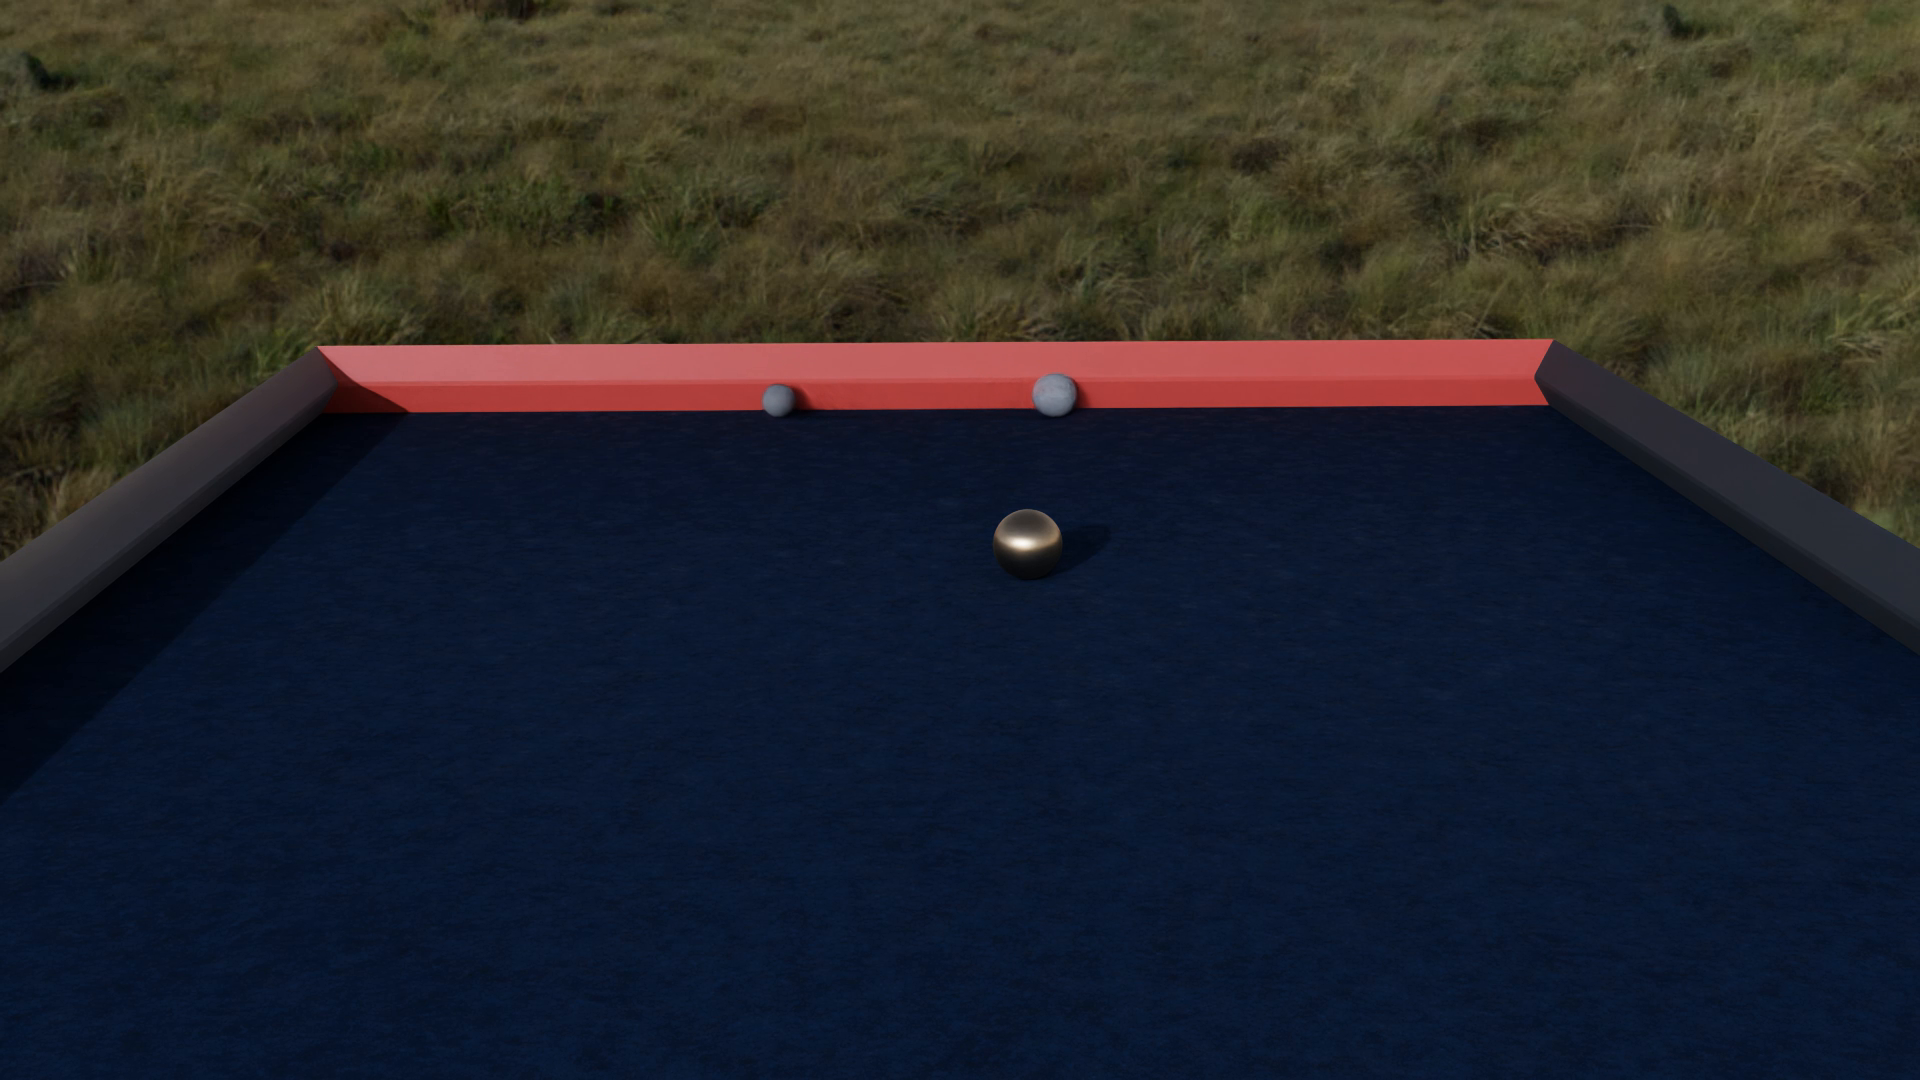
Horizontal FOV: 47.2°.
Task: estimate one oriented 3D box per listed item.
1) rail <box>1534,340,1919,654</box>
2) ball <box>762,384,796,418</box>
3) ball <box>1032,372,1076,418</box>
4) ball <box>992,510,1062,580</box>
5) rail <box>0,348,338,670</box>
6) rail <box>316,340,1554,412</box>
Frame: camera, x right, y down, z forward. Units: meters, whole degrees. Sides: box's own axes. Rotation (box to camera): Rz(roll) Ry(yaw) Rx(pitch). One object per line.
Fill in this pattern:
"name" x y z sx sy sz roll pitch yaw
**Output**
"rail" 1.126 0.244 1.935 0.045 0.120 4.292 0 15 -2
"ball" -0.320 -0.248 3.908 0.060 0.060 0.060 0 15 0
"ball" 0.167 -0.257 3.906 0.081 0.081 0.081 0 15 0
"ball" 0.089 0.006 2.891 0.092 0.092 0.092 0 15 0
"rail" -1.056 0.262 1.866 0.045 0.120 4.292 0 15 -2
"rail" -0.034 -0.291 3.951 2.230 0.120 0.045 0 15 -2
